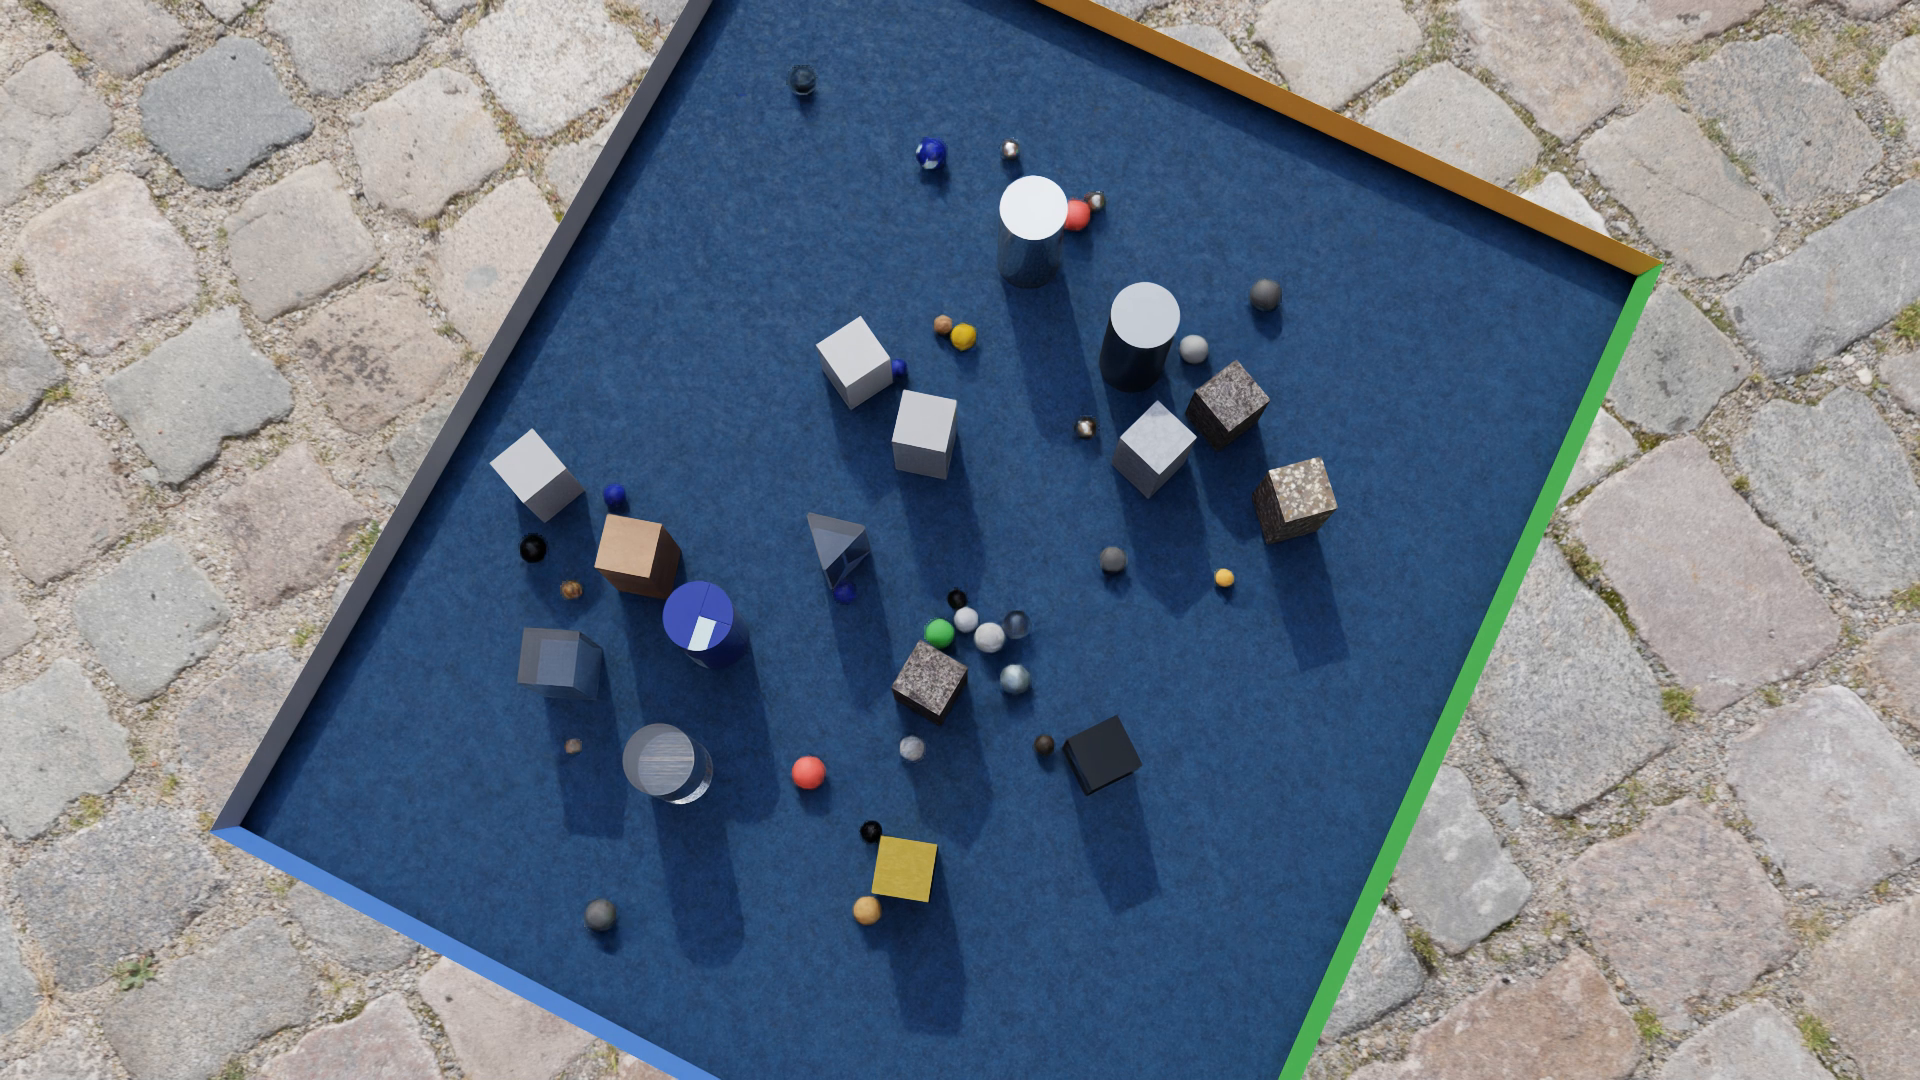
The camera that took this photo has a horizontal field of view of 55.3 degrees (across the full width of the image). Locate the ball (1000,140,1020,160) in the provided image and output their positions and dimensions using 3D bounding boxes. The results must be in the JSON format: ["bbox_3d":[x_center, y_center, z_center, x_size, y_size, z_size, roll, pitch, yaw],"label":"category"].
[{"bbox_3d":[0.160,-1.242,5.840,0.066,0.066,0.066,0,78,0],"label":"ball"}]

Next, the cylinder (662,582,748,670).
[{"bbox_3d":[-0.740,0.253,5.366,0.200,0.389,0.200,0,78,0],"label":"cylinder"}]

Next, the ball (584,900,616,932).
[{"bbox_3d":[-1.047,1.094,5.343,0.092,0.092,0.092,0,78,0],"label":"ball"}]

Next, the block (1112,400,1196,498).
[{"bbox_3d":[0.580,-0.268,5.511,0.160,0.316,0.160,44,82,8],"label":"block"}]

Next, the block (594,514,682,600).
[{"bbox_3d":[-0.947,0.054,5.412,0.160,0.378,0.160,11,79,2],"label":"block"}]

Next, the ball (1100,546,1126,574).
[{"bbox_3d":[0.464,0.060,5.563,0.081,0.081,0.081,0,78,0],"label":"ball"}]

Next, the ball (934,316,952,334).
[{"bbox_3d":[-0.053,-0.672,5.725,0.060,0.060,0.060,0,78,0],"label":"ball"}]

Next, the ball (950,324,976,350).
[{"bbox_3d":[0.011,-0.633,5.705,0.083,0.083,0.083,0,78,0],"label":"ball"}]

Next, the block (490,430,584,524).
[{"bbox_3d":[-1.267,-0.190,5.513,0.160,0.281,0.160,-41,81,-8],"label":"block"}]

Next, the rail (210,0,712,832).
[{"bbox_3d":[-1.373,-0.665,5.687,0.045,0.130,3.503,26,80,5],"label":"rail"}]

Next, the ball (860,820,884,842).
[{"bbox_3d":[-0.260,0.859,5.405,0.067,0.067,0.067,0,78,0],"label":"ball"}]

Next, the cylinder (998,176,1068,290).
[{"bbox_3d":[0.217,-0.932,5.591,0.200,0.429,0.200,0,78,0],"label":"cylinder"}]

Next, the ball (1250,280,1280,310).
[{"bbox_3d":[0.952,-0.765,5.726,0.097,0.097,0.097,0,78,0],"label":"ball"}]

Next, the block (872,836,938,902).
[{"bbox_3d":[-0.155,0.947,5.257,0.160,0.321,0.160,9,78,2],"label":"block"}]

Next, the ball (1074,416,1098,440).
[{"bbox_3d":[0.388,-0.345,5.652,0.070,0.070,0.070,0,78,0],"label":"ball"}]

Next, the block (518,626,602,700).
[{"bbox_3d":[-1.167,0.366,5.365,0.160,0.344,0.160,4,78,1],"label":"block"}]

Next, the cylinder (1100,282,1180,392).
[{"bbox_3d":[0.535,-0.603,5.509,0.200,0.456,0.200,0,78,0],"label":"cylinder"}]

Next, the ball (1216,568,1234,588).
[{"bbox_3d":[0.803,0.116,5.564,0.057,0.057,0.057,0,78,0],"label":"ball"}]

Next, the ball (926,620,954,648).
[{"bbox_3d":[-0.060,0.282,5.513,0.089,0.089,0.089,0,78,0],"label":"ball"}]

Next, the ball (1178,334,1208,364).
[{"bbox_3d":[0.726,-0.592,5.693,0.091,0.091,0.091,0,78,0],"label":"ball"}]

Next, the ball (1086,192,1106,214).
[{"bbox_3d":[0.430,-1.069,5.804,0.067,0.067,0.067,0,78,0],"label":"ball"}]

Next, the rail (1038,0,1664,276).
[{"bbox_3d":[0.773,-1.507,5.861,3.116,0.130,0.045,26,80,5],"label":"rail"}]

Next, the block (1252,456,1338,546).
[{"bbox_3d":[0.995,-0.114,5.473,0.160,0.327,0.160,-15,79,-3],"label":"block"}]

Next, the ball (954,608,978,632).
[{"bbox_3d":[0.019,0.241,5.528,0.076,0.076,0.076,0,78,0],"label":"ball"}]

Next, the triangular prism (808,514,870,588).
[{"bbox_3d":[-0.386,0.007,5.449,0.150,0.326,0.173,43,81,8],"label":"triangular prism"}]

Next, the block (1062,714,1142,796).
[{"bbox_3d":[0.411,0.631,5.337,0.160,0.293,0.160,-26,79,-5],"label":"block"}]

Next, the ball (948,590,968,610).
[{"bbox_3d":[-0.009,0.181,5.548,0.062,0.062,0.062,0,78,0],"label":"ball"}]

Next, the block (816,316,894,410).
[{"bbox_3d":[-0.319,-0.538,5.599,0.160,0.252,0.160,-34,80,-7],"label":"block"}]

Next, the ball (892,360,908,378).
[{"bbox_3d":[-0.191,-0.534,5.700,0.054,0.054,0.054,0,78,0],"label":"ball"}]

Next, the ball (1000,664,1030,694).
[{"bbox_3d":[0.164,0.416,5.484,0.091,0.091,0.091,0,78,0],"label":"ball"}]

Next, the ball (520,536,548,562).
[{"bbox_3d":[-1.297,0.028,5.569,0.082,0.082,0.082,0,78,0],"label":"ball"}]

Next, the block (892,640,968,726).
[{"bbox_3d":[-0.087,0.422,5.372,0.160,0.309,0.160,30,80,6],"label":"block"}]

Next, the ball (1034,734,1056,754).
[{"bbox_3d":[0.252,0.609,5.459,0.062,0.062,0.062,0,78,0],"label":"ball"}]

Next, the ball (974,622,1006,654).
[{"bbox_3d":[0.090,0.294,5.508,0.093,0.093,0.093,0,78,0],"label":"ball"}]

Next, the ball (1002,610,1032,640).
[{"bbox_3d":[0.171,0.254,5.512,0.088,0.088,0.088,0,78,0],"label":"ball"}]

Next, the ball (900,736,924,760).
[{"bbox_3d":[-0.143,0.619,5.451,0.074,0.074,0.074,0,78,0],"label":"ball"}]

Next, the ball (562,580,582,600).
[{"bbox_3d":[-1.175,0.152,5.555,0.059,0.059,0.059,0,78,0],"label":"ball"}]

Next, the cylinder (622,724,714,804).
[{"bbox_3d":[-0.837,0.648,5.280,0.200,0.397,0.200,0,78,0],"label":"cylinder"}]

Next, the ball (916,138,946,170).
[{"bbox_3d":[-0.091,-1.226,5.820,0.098,0.098,0.098,0,78,0],"label":"ball"}]

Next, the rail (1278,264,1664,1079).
[{"bbox_3d":[1.373,0.679,5.409,0.045,0.130,3.503,26,80,5],"label":"rail"}]

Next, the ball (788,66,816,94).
[{"bbox_3d":[-0.504,-1.473,5.877,0.088,0.088,0.088,0,78,0],"label":"ball"}]

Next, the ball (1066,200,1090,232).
[{"bbox_3d":[0.362,-1.023,5.779,0.098,0.098,0.098,0,78,0],"label":"ball"}]

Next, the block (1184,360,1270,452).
[{"bbox_3d":[0.811,-0.405,5.573,0.160,0.250,0.160,-37,81,-7],"label":"block"}]

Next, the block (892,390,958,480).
[{"bbox_3d":[-0.104,-0.313,5.508,0.160,0.341,0.160,12,79,2],"label":"block"}]

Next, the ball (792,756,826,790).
[{"bbox_3d":[-0.447,0.689,5.423,0.100,0.100,0.100,0,78,0],"label":"ball"}]

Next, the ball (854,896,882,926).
[{"bbox_3d":[-0.269,1.082,5.349,0.084,0.084,0.084,0,78,0],"label":"ball"}]

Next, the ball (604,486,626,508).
[{"bbox_3d":[-1.057,-0.133,5.609,0.070,0.070,0.070,0,78,0],"label":"ball"}]

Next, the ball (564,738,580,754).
[{"bbox_3d":[-1.155,0.616,5.465,0.047,0.047,0.047,0,78,0],"label":"ball"}]

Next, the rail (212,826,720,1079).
[{"bbox_3d":[-0.773,1.520,5.235,3.116,0.130,0.045,26,80,5],"label":"rail"}]

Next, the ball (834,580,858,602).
[{"bbox_3d":[-0.346,0.154,5.549,0.070,0.070,0.070,0,78,0],"label":"ball"}]
